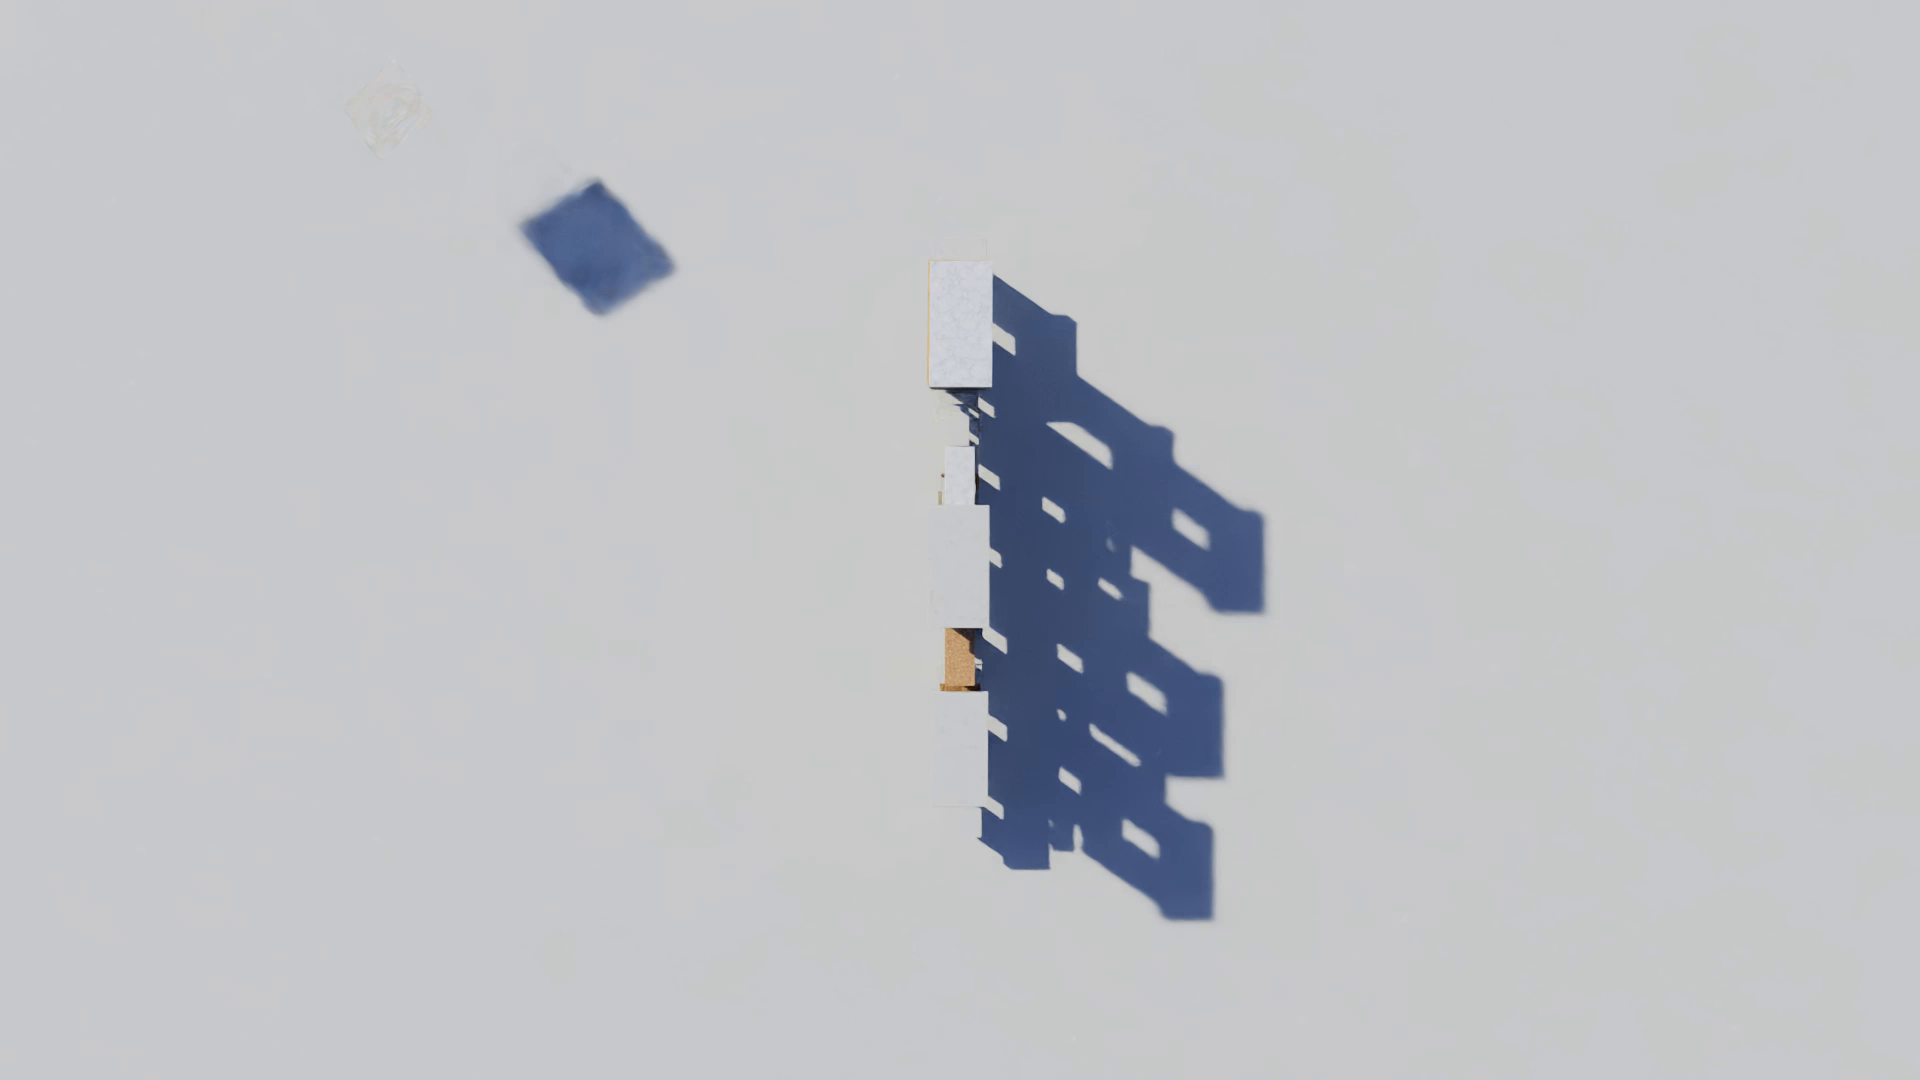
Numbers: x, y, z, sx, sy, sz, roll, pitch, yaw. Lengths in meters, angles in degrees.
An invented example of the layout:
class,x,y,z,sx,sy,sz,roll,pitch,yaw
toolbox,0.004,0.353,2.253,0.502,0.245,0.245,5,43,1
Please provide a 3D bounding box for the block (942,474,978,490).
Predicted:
class,x,y,z,sx,sy,sz,roll,pitch,yaw
block,0.001,-0.277,5.247,0.118,0.034,0.237,0,90,0

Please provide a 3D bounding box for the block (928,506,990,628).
class,x,y,z,sx,sy,sz,roll,pitch,yaw
block,-0.004,0.073,4.524,0.167,0.047,0.335,0,90,0

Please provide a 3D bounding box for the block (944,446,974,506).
class,x,y,z,sx,sy,sz,roll,pitch,yaw
block,-0.001,-0.185,4.772,0.085,0.024,0.170,0,90,0

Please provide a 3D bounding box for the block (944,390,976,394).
class,x,y,z,sx,sy,sz,roll,pitch,yaw
block,0.001,-0.501,5.287,0.099,0.028,0.199,0,90,0

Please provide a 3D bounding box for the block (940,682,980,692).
class,x,y,z,sx,sy,sz,roll,pitch,yaw
block,0.001,0.547,4.914,0.120,0.034,0.239,0,90,0

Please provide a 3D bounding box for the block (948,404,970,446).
class,x,y,z,sx,sy,sz,roll,pitch,yaw
block,-0.004,-0.336,4.823,0.061,0.017,0.122,0,90,0

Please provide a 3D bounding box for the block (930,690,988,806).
class,x,y,z,sx,sy,sz,roll,pitch,yaw
block,-0.002,0.577,4.560,0.157,0.044,0.314,0,90,0

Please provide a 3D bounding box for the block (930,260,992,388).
class,x,y,z,sx,sy,sz,roll,pitch,yaw
block,0.003,-0.568,4.359,0.166,0.047,0.331,0,90,0

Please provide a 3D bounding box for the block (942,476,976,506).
class,x,y,z,sx,sy,sz,roll,pitch,yaw
block,-0.004,-0.094,4.991,0.101,0.029,0.202,0,90,0

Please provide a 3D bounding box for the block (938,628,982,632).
class,x,y,z,sx,sy,sz,roll,pitch,yaw
block,0.003,0.143,4.901,0.130,0.037,0.259,0,90,0

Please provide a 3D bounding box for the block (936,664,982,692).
class,x,y,z,sx,sy,sz,roll,pitch,yaw
block,-0.004,0.538,5.191,0.144,0.041,0.289,0,90,0

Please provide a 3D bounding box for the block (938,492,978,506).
class,x,y,z,sx,sy,sz,roll,pitch,yaw
block,-0.005,-0.026,5.226,0.128,0.036,0.256,0,90,0

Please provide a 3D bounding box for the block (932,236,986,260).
class,x,y,z,sx,sy,sz,roll,pitch,yaw
block,-0.001,-0.772,5.141,0.168,0.048,0.336,0,90,0

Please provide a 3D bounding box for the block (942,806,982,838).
class,x,y,z,sx,sy,sz,roll,pitch,yaw
block,0.004,0.814,5.229,0.126,0.036,0.253,0,90,0

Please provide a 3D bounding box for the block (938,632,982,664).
class,x,y,z,sx,sy,sz,roll,pitch,yaw
block,0.000,0.248,5.198,0.141,0.040,0.282,0,90,0

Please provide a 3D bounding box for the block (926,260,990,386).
class,x,y,z,sx,sy,sz,roll,pitch,yaw
block,-0.005,-0.623,4.739,0.176,0.050,0.353,1,90,0

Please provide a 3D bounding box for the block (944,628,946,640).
class,x,y,z,sx,sy,sz,roll,pitch,yaw
block,-0.003,0.273,4.798,0.085,0.169,0.024,0,90,0

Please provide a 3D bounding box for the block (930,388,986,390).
class,x,y,z,sx,sy,sz,roll,pitch,yaw
block,-0.006,-0.505,5.018,0.176,0.509,0.050,0,90,0

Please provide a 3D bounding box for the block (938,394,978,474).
class,x,y,z,sx,sy,sz,roll,pitch,yaw
block,-0.005,-0.320,4.971,0.121,0.034,0.241,0,90,0

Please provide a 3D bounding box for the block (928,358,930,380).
class,x,y,z,sx,sy,sz,roll,pitch,yaw
block,-0.001,-0.458,4.548,0.166,0.331,0.047,0,90,0

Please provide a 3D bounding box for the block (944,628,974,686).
class,x,y,z,sx,sy,sz,roll,pitch,yaw
block,0.000,0.330,4.701,0.085,0.024,0.169,0,90,0
